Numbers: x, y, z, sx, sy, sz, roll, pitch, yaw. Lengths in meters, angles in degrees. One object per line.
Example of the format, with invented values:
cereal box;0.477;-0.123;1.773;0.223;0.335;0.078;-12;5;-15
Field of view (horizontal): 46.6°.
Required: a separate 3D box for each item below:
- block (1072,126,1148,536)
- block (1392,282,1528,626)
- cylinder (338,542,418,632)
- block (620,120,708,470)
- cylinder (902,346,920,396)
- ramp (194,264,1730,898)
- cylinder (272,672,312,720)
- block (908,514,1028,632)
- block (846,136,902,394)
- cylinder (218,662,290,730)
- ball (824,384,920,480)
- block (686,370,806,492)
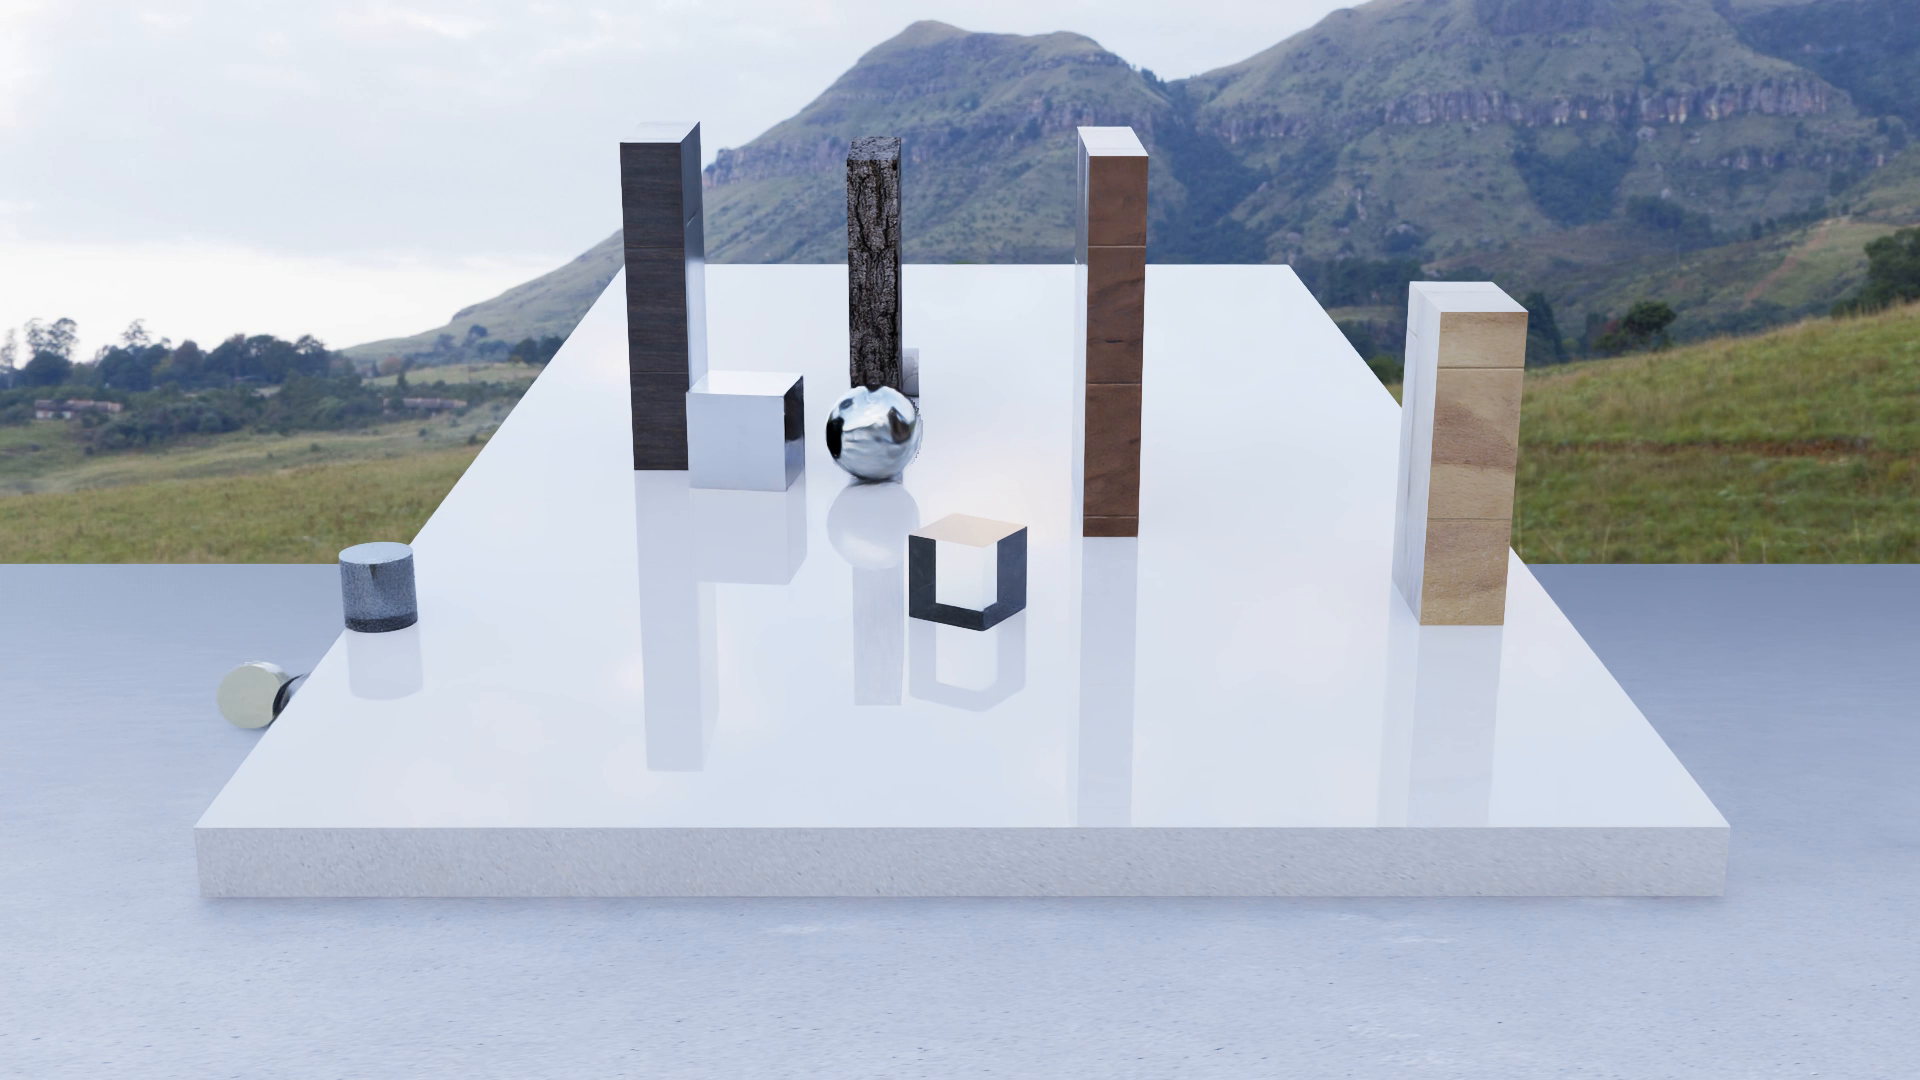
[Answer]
block;0.277;-0.400;4.194;0.103;0.698;0.409;0;17;0
block;0.820;-0.146;3.683;0.137;0.521;0.247;0;17;0
cylinder;-0.950;0.077;3.642;0.117;0.117;0.117;0;17;0
block;-0.603;-0.509;4.596;0.119;0.662;0.349;0;17;0
cylinder;-0.150;-0.389;5.128;0.114;0.114;0.114;0;0;1
ramp;-0.003;-0.180;4.822;2.000;0.100;4.000;0;17;0
cylinder;-1.564;0.405;5.399;0.165;0.165;0.165;0;0;-6
block;0.014;0.052;3.683;0.143;0.143;0.143;10;20;30
block;-0.181;-0.547;4.824;0.103;0.599;0.371;0;17;0
cylinder;-1.854;0.409;5.871;0.166;0.166;0.166;0;0;-7
ball;-0.174;-0.215;4.448;0.191;0.191;0.191;0;0;0
block;-0.426;-0.220;4.457;0.194;0.194;0.194;2;18;7
